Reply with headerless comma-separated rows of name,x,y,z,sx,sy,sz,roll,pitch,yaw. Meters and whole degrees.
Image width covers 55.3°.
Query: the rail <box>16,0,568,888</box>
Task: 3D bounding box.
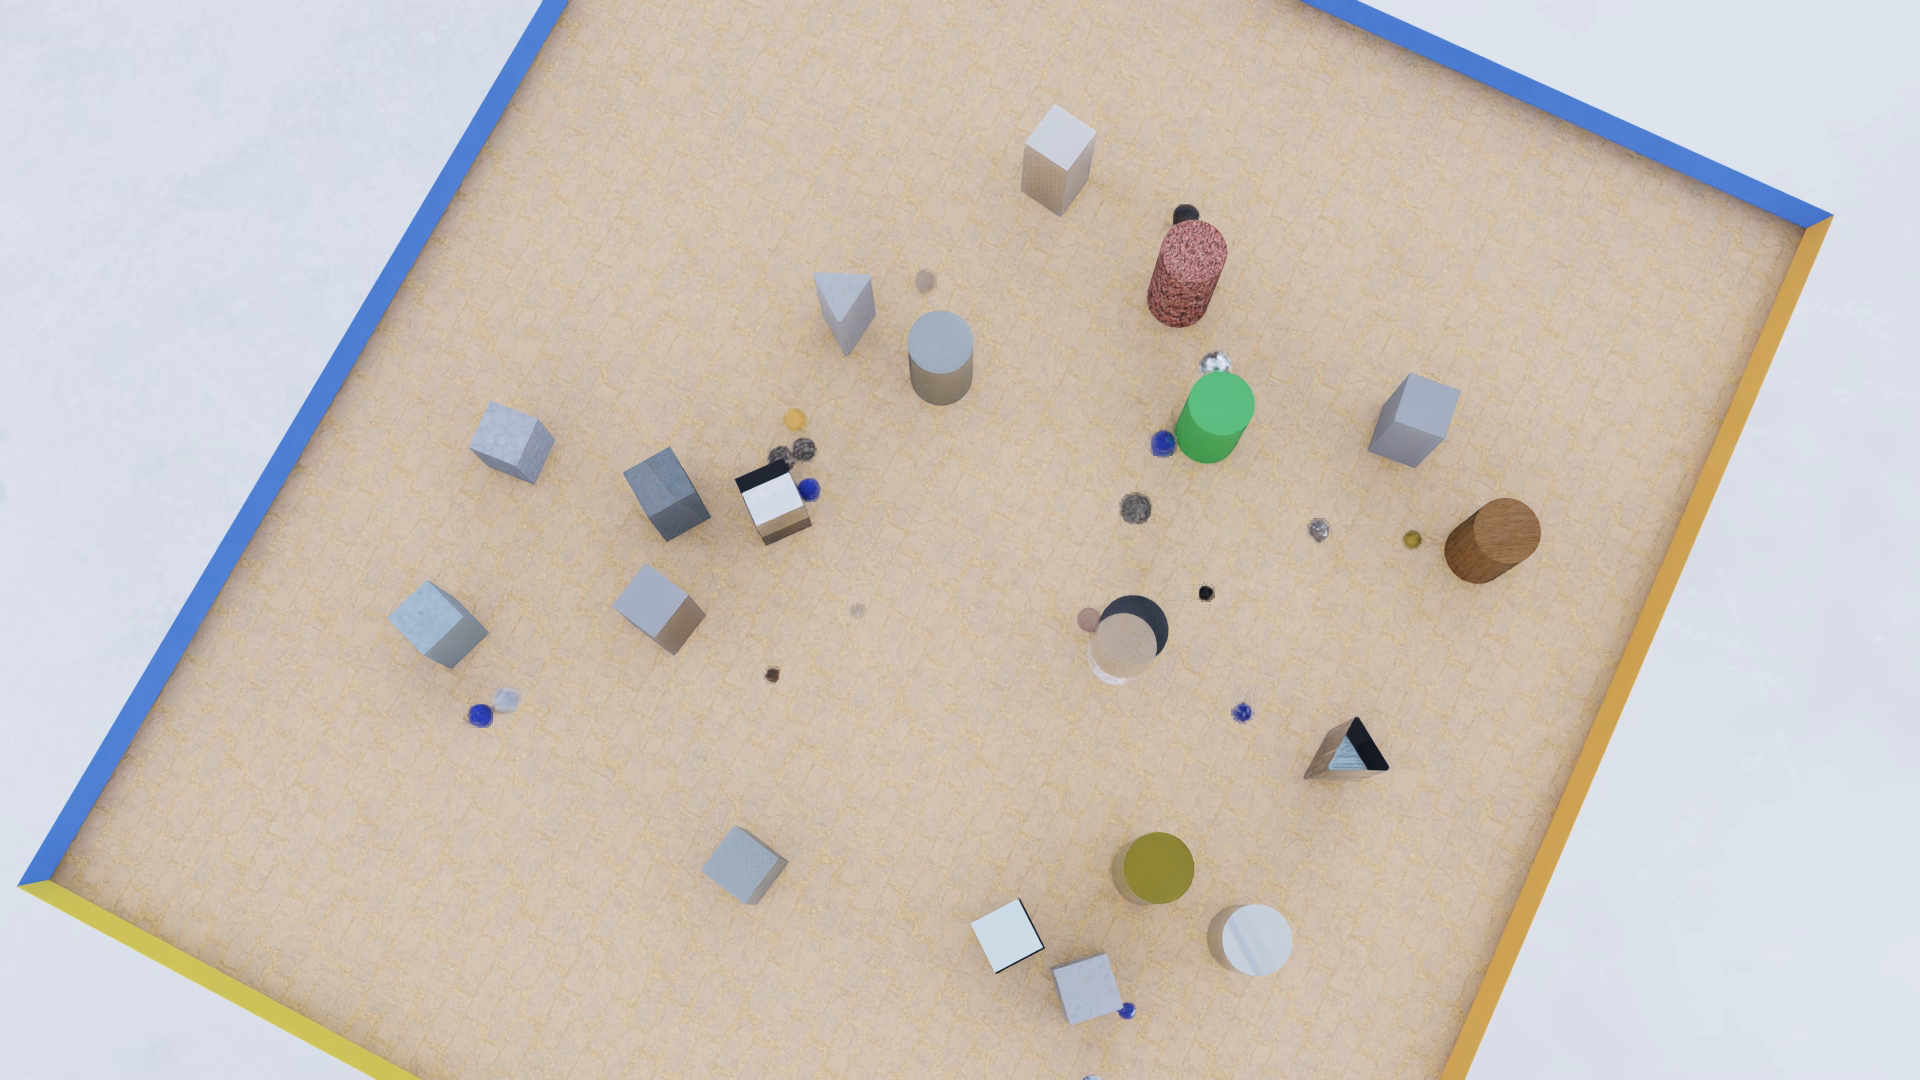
rail,-1.744,-0.847,5.726,0.045,0.126,4.269,26,80,5

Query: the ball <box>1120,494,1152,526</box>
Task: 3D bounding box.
ball,0.537,-0.092,5.588,0.093,0.093,0.093,0,78,0

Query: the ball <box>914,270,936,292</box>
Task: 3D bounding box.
ball,-0.110,-0.812,5.751,0.066,0.066,0.066,0,78,0

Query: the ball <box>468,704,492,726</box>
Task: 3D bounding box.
ball,-1.434,0.524,5.473,0.069,0.069,0.069,0,78,0

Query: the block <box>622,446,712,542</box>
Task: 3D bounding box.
block,-0.870,-0.133,5.467,0.156,0.347,0.156,-30,80,-6

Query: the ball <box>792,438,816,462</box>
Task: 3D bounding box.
ball,-0.479,-0.279,5.637,0.073,0.073,0.073,0,78,0

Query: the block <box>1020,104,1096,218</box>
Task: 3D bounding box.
block,0.302,-1.169,5.670,0.156,0.369,0.156,35,80,7

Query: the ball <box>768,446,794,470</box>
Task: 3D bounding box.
ball,-0.545,-0.245,5.592,0.082,0.082,0.082,0,78,0

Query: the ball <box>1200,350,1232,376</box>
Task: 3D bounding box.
ball,0.795,-0.539,5.679,0.097,0.097,0.097,0,78,0

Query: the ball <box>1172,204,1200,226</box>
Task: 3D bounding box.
ball,0.713,-1.020,5.784,0.085,0.085,0.085,0,78,0

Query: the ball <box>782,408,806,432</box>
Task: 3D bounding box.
ball,-0.510,-0.371,5.658,0.074,0.074,0.074,0,78,0

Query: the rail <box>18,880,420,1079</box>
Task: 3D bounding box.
rail,-0.944,1.856,5.167,3.948,0.126,0.045,26,80,5

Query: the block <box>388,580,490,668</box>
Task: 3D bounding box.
block,-1.537,0.253,5.413,0.156,0.296,0.156,44,82,8

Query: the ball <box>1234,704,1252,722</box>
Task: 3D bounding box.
ball,0.846,0.515,5.482,0.055,0.055,0.055,0,78,0

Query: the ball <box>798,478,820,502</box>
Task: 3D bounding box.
ball,-0.462,-0.155,5.612,0.071,0.071,0.071,0,78,0

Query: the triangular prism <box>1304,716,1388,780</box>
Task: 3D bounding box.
triangular prism,1.111,0.604,5.300,0.168,0.375,0.146,0,78,0

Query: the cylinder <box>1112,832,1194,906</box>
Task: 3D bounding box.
cylinder,0.545,0.939,5.215,0.194,0.406,0.194,0,78,0

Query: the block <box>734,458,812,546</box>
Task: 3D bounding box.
block,-0.556,-0.111,5.492,0.156,0.288,0.156,-24,79,-5

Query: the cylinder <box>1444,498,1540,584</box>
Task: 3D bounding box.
cylinder,1.580,0.006,5.450,0.194,0.324,0.194,0,78,0

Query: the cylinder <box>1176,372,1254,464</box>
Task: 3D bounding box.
cylinder,0.765,-0.365,5.520,0.194,0.337,0.194,0,78,0

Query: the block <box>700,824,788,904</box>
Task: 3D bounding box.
block,-0.614,0.935,5.258,0.156,0.323,0.156,36,81,7

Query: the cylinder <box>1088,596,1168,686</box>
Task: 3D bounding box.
cylinder,0.481,0.296,5.312,0.194,0.476,0.194,0,78,0

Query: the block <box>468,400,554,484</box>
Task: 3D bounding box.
block,-1.356,-0.293,5.556,0.156,0.238,0.156,21,79,4

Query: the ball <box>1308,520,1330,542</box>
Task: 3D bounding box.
ball,1.094,-0.027,5.589,0.064,0.064,0.064,0,78,0

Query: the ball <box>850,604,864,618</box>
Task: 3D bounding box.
ball,-0.310,0.217,5.551,0.041,0.041,0.041,0,78,0

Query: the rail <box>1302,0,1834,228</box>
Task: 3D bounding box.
rail,0.944,-1.842,5.932,3.948,0.126,0.045,26,80,5

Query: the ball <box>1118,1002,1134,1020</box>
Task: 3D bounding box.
ball,0.482,1.365,5.309,0.049,0.049,0.049,0,78,0

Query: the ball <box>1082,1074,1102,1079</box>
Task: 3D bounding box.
ball,0.379,1.573,5.251,0.079,0.079,0.079,0,78,0

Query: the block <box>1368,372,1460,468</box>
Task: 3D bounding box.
block,1.361,-0.356,5.509,0.156,0.355,0.156,20,79,4

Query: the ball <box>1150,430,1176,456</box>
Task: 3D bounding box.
ball,0.625,-0.298,5.638,0.078,0.078,0.078,0,78,0

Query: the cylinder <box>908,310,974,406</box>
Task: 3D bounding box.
cylinder,-0.058,-0.548,5.555,0.194,0.342,0.194,0,78,0

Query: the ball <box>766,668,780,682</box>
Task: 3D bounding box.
ball,-0.563,0.407,5.510,0.043,0.043,0.043,0,78,0

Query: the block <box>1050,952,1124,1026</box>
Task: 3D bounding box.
block,0.358,1.275,5.219,0.156,0.262,0.156,-17,79,-3

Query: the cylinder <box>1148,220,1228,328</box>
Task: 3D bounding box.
cylinder,0.686,-0.804,5.570,0.194,0.416,0.194,0,78,0

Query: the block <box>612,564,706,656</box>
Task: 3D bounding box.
block,-0.880,0.208,5.387,0.156,0.365,0.156,36,81,7

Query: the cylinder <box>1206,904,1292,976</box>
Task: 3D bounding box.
cylinder,0.821,1.137,5.217,0.194,0.323,0.194,0,78,0

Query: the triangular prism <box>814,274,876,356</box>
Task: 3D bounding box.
triangular prism,-0.372,-0.717,5.590,0.146,0.343,0.168,32,80,6

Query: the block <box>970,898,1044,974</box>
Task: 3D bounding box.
block,0.134,1.134,5.256,0.156,0.246,0.156,-27,80,-5

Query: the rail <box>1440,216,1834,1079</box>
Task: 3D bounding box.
rail,1.744,0.861,5.373,0.045,0.126,4.269,26,80,5

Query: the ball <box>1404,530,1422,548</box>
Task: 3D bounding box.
ball,1.381,-0.003,5.589,0.055,0.055,0.055,0,78,0

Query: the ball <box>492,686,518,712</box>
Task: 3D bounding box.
ball,-1.359,0.478,5.478,0.077,0.077,0.077,0,78,0

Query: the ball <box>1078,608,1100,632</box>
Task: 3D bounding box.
ball,0.390,0.240,5.529,0.069,0.069,0.069,0,78,0

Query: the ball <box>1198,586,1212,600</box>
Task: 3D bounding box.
ball,0.745,0.159,5.561,0.045,0.045,0.045,0,78,0
